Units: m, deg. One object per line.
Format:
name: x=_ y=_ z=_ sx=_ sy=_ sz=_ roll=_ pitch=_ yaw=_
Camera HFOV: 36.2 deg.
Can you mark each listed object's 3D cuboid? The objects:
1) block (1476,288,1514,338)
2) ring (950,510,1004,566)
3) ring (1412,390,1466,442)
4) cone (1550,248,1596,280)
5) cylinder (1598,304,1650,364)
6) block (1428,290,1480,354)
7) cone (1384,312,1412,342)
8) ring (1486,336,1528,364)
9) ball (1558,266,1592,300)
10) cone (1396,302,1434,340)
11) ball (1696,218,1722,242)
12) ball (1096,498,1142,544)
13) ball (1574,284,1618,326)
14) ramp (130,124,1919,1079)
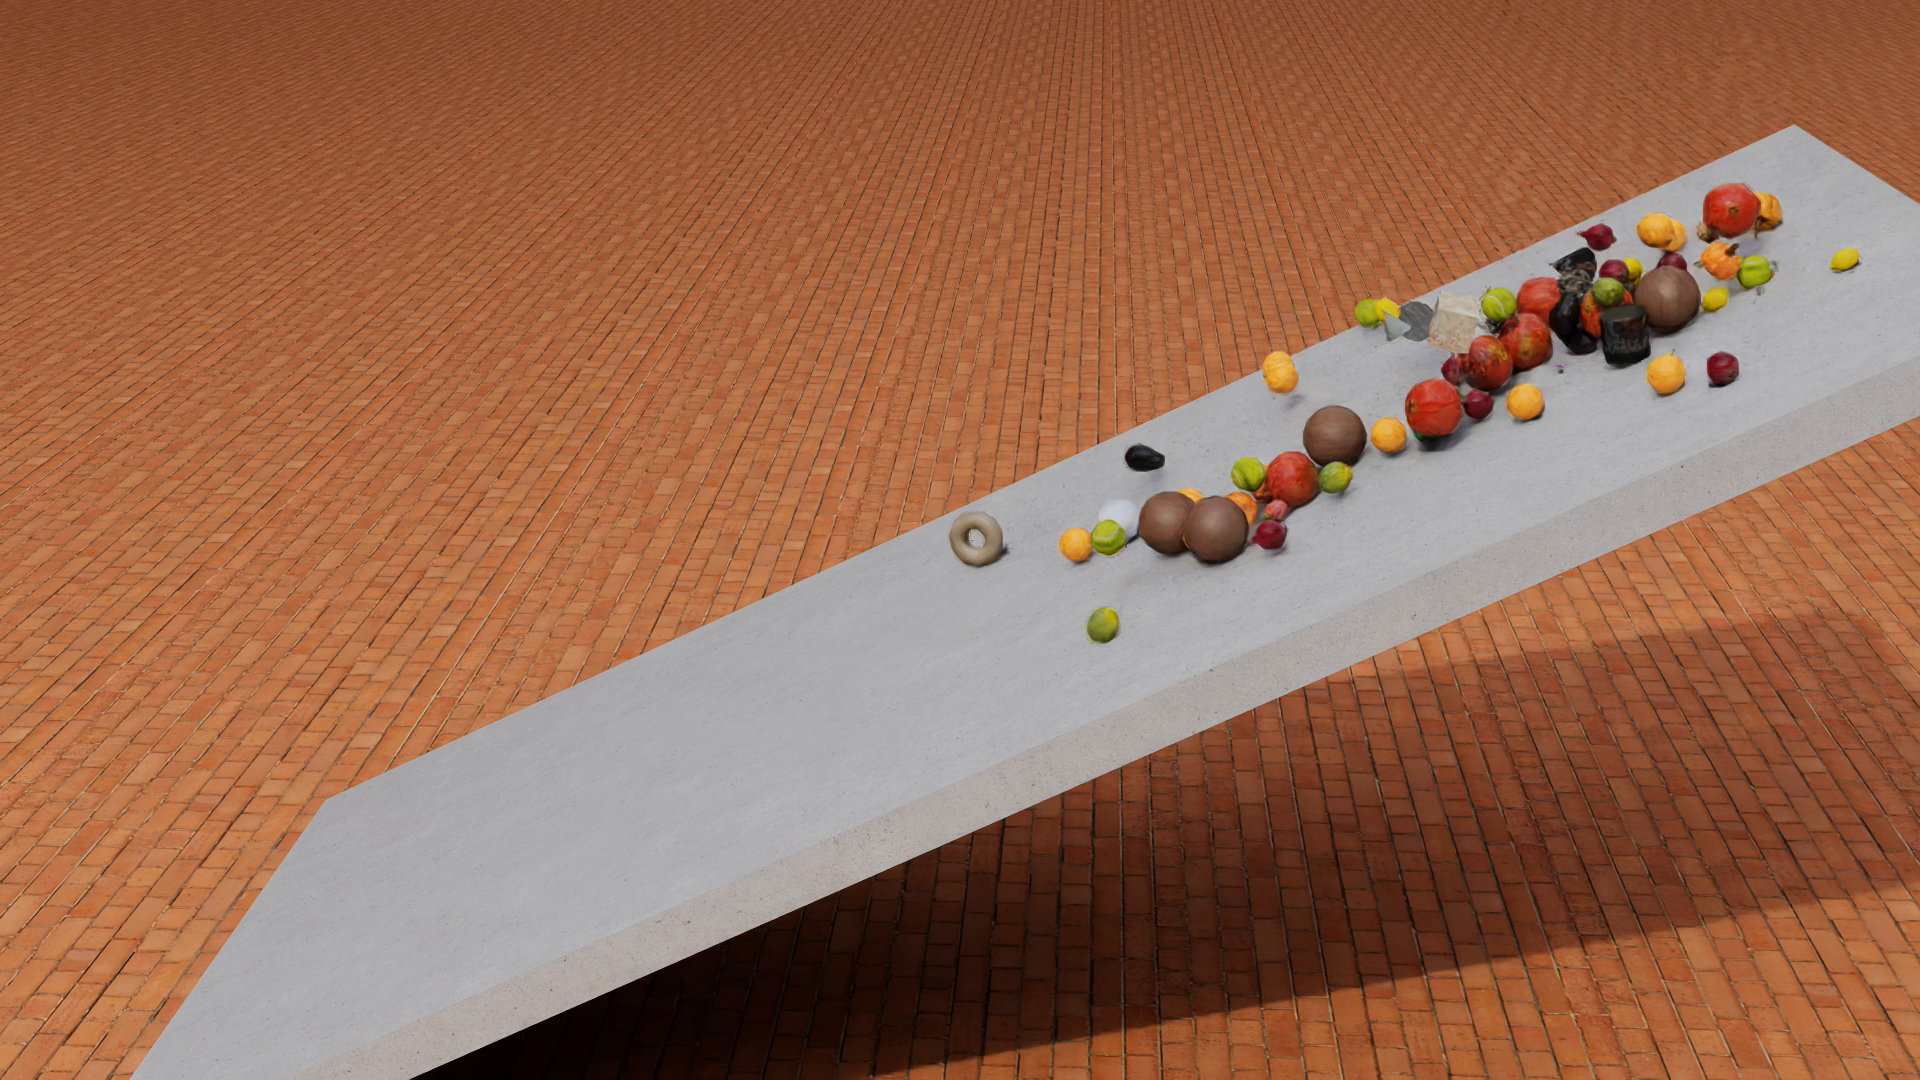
block: x=1.098 y=-0.468 z=6.080 sx=0.067 sy=0.067 sz=0.067 roll=42 pitch=5 yaw=15
ring: x=0.037 y=-0.003 z=6.618 sx=0.130 sy=0.130 sz=0.043 roll=7 pitch=17 yaw=22
ring: x=0.957 y=-0.248 z=5.878 sx=0.043 sy=0.128 sz=0.128 roll=48 pitch=34 yaw=14
cone: x=1.304 y=-0.588 z=6.324 sx=0.090 sy=0.090 sz=0.090 roll=-13 pitch=19 yaw=-39
cylinder: x=1.300 y=-0.402 z=5.753 sx=0.090 sy=0.090 sz=0.090 roll=-11 pitch=23 yaw=5
block: x=0.961 y=-0.424 z=5.719 sx=0.081 sy=0.081 sz=0.081 roll=14 pitch=33 yaw=4
cone: x=0.876 y=-0.442 z=5.975 sx=0.059 sy=0.059 sz=0.059 roll=-33 pitch=7 yaw=5
ring: x=1.142 y=-0.399 z=6.150 sx=0.095 sy=0.032 sz=0.095 roll=-25 pitch=-6 yaw=-3
ball: x=1.295 y=-0.541 z=6.200 sx=0.070 sy=0.070 sz=0.070 roll=0 pitch=16 yaw=0
cone: x=0.983 y=-0.454 z=6.380 sx=0.093 sy=0.093 sz=0.093 roll=0 pitch=-21 yaw=1
ball: x=1.553 y=-0.642 z=6.097 sx=0.050 sy=0.050 sz=0.050 roll=0 pitch=16 yaw=0
ball: x=0.339 y=-0.040 z=6.253 sx=0.096 sy=0.096 sz=0.096 roll=0 pitch=16 yaw=0
ball: x=1.315 y=-0.486 z=6.081 sx=0.090 sy=0.090 sz=0.090 roll=0 pitch=16 yaw=0
ramp: x=0.137 y=0.168 z=6.281 sx=4.000 sy=0.100 sz=2.000 roll=-25 pitch=14 yaw=9
